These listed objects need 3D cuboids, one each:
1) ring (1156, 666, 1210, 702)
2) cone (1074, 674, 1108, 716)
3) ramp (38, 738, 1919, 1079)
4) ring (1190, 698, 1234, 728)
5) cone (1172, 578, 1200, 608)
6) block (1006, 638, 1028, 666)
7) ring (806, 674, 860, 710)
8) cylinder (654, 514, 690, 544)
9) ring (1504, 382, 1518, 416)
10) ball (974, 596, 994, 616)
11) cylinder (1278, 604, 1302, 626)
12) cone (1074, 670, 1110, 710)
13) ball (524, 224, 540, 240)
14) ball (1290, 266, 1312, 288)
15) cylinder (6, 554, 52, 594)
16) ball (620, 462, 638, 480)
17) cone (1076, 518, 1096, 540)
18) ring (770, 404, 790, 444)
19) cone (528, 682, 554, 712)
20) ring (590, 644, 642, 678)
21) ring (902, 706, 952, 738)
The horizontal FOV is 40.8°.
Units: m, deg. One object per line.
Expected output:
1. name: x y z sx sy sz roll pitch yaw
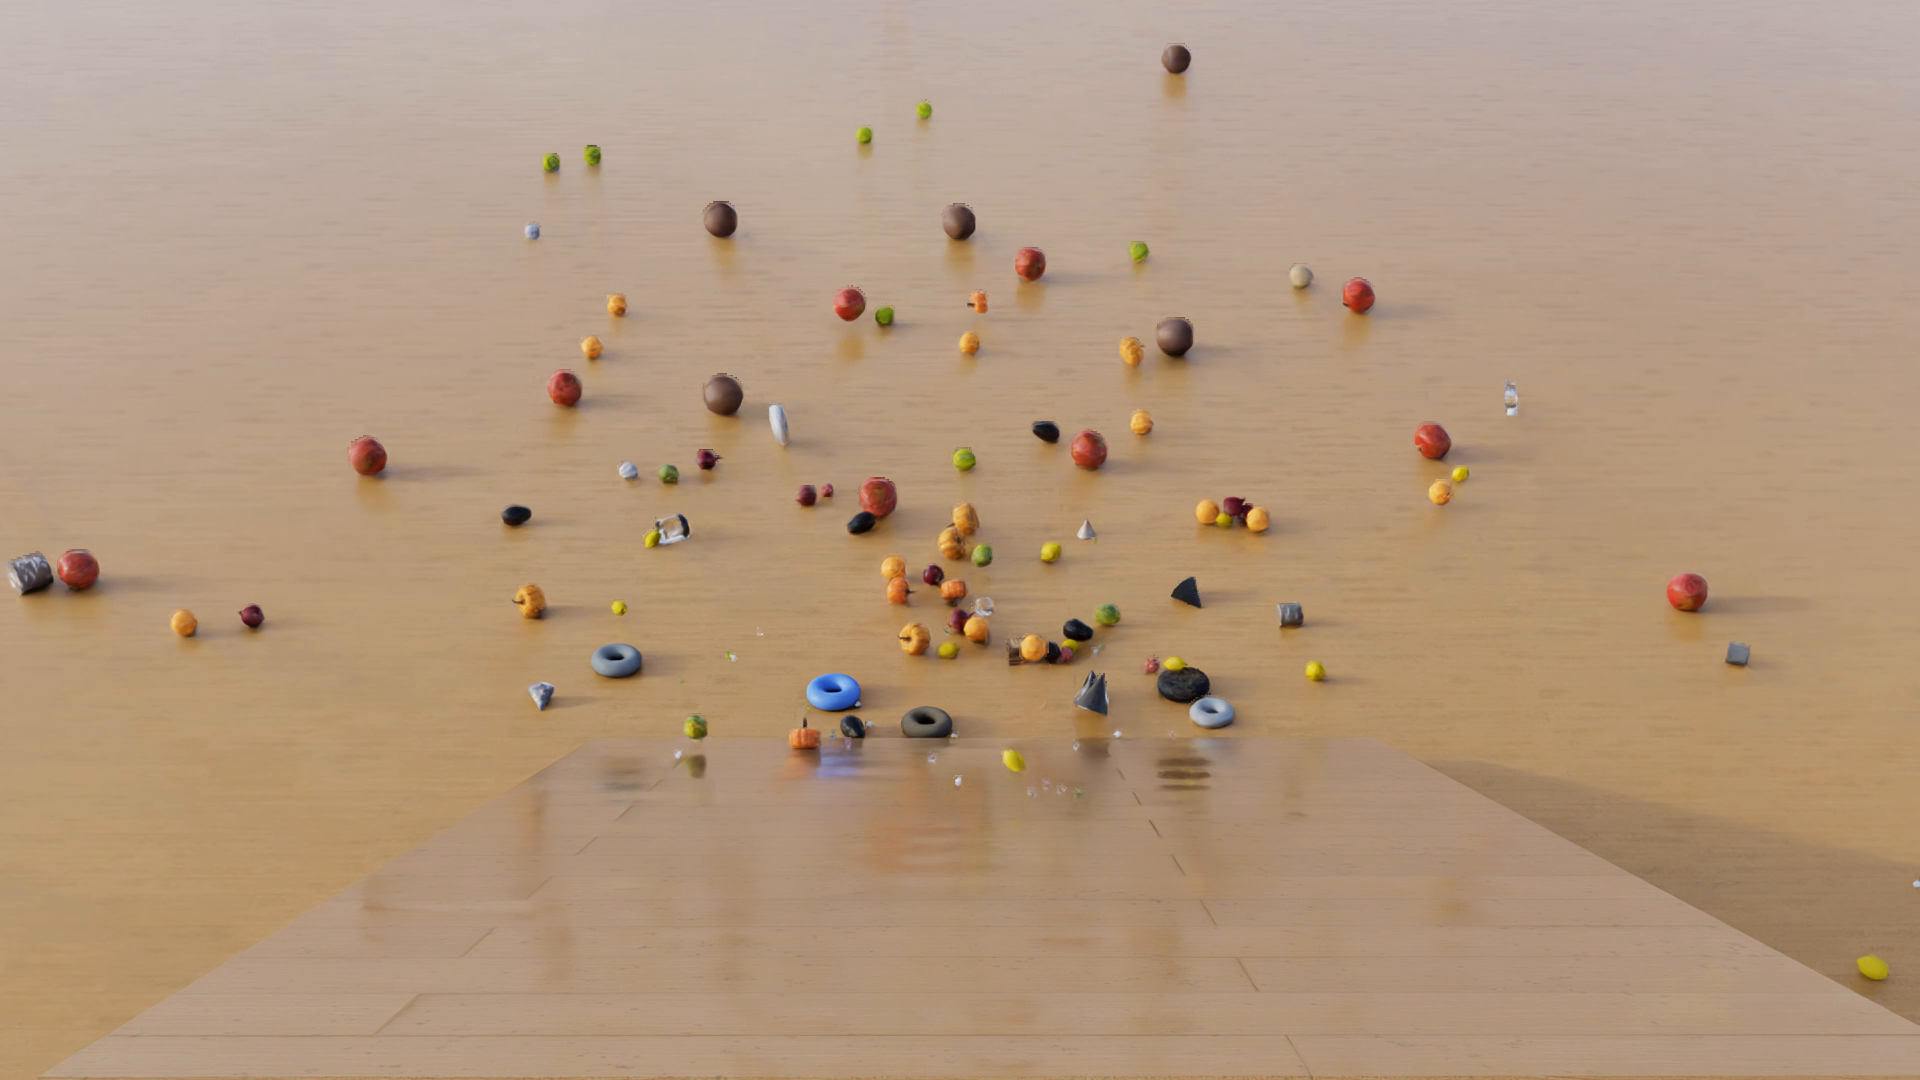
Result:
1. ring: 0.602 0.389 6.972 0.143 0.048 0.143 -1 29 0
2. cone: 0.363 0.403 6.849 0.100 0.100 0.100 19 -3 1
3. ramp: 0.064 0.575 4.619 2.000 0.100 4.000 0 1 0
4. ring: 0.667 0.458 6.855 0.116 0.039 0.116 0 30 0
5. cone: 0.665 0.166 7.392 0.085 0.085 0.085 -22 62 -34
6. block: 0.158 0.307 7.116 0.055 0.055 0.055 -4 29 -8
7. ring: -0.340 0.408 6.936 0.145 0.048 0.145 -1 30 0
8. cylinder: -0.860 -0.032 7.717 0.076 0.076 0.076 -19 34 -31
9. ring: 1.804 -0.462 8.464 0.037 0.112 0.112 -3 28 12
10. ball: 0.068 0.188 7.333 0.056 0.056 0.056 0 28 0
11. cylinder: 0.930 0.212 7.286 0.059 0.059 0.059 -4 29 -7
12. cone: 0.354 0.388 6.922 0.096 0.096 0.096 0 28 0
13. ball: -1.628 -1.172 9.834 0.059 0.059 0.059 0 28 0
14. ball: 1.242 -0.959 9.415 0.084 0.084 0.084 0 28 0
15. cylinder: -2.684 0.098 7.458 0.093 0.093 0.093 -23 36 -36
16. ball: -1.035 -0.214 8.072 0.057 0.057 0.057 0 28 0
17. cone: 0.380 -0.041 7.751 0.058 0.058 0.058 0 28 0
18. ring: -0.578 -0.370 8.277 0.044 0.131 0.131 -14 31 -9
19. cone: -1.120 0.429 6.913 0.071 0.071 0.071 -4 55 -7
20. ring: -0.942 0.330 7.082 0.139 0.046 0.139 1 29 -1
21. ring: -0.088 0.484 6.799 0.135 0.045 0.135 1 29 -1
